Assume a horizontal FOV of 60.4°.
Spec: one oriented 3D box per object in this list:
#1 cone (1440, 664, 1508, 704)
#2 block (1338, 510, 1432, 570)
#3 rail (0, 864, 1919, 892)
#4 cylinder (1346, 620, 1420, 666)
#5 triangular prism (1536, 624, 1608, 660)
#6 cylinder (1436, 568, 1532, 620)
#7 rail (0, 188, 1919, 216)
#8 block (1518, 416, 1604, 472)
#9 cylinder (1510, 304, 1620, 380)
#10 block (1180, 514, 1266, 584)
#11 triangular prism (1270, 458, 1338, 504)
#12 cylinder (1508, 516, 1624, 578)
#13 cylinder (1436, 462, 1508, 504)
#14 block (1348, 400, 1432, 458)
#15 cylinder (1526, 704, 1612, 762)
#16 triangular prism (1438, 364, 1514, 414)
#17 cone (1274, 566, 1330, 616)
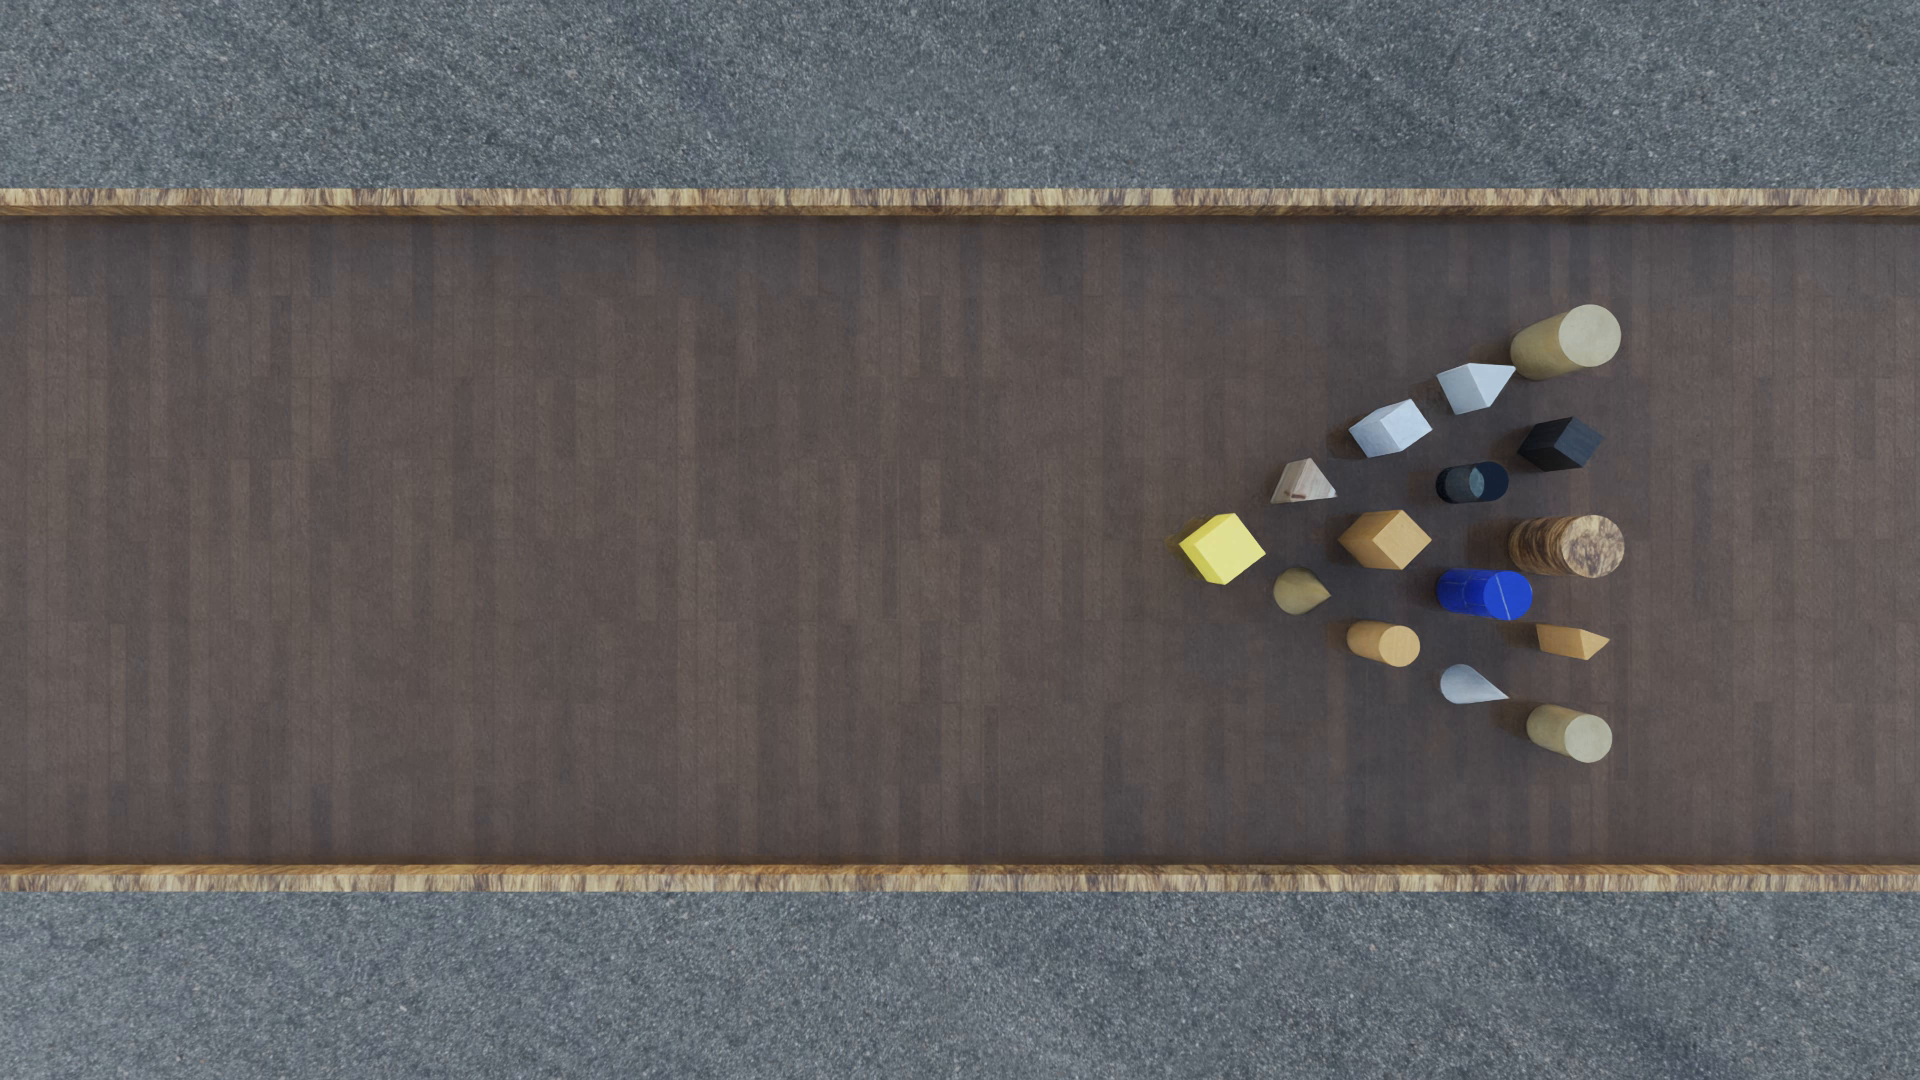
[{"bbox_3d":[1.541,0.444,4.851,0.124,0.450,0.124,0,90,0],"label":"cone"},{"bbox_3d":[1.245,0.000,4.861,0.120,0.431,0.120,-45,90,0],"label":"block"},{"bbox_3d":[-2.247,1.025,5.001,12.000,0.150,0.050,0,90,0],"label":"rail"},{"bbox_3d":[1.248,0.302,4.881,0.117,0.391,0.117,0,90,0],"label":"cylinder"},{"bbox_3d":[1.799,0.285,4.896,0.088,0.362,0.076,-41,90,0],"label":"triangular prism"},{"bbox_3d":[1.534,0.156,4.847,0.139,0.458,0.139,0,90,0],"label":"cylinder"},{"bbox_3d":[-2.247,-1.025,5.002,12.000,0.150,0.050,0,90,0],"label":"rail"},{"bbox_3d":[1.787,-0.284,4.920,0.106,0.312,0.106,35,90,0],"label":"block"},{"bbox_3d":[1.781,-0.578,4.870,0.176,0.413,0.176,0,90,0],"label":"cylinder"},{"bbox_3d":[0.776,0.026,4.910,0.147,0.334,0.147,-37,90,0],"label":"block"},{"bbox_3d":[1.016,-0.179,4.918,0.135,0.317,0.117,-7,90,0],"label":"triangular prism"},{"bbox_3d":[1.774,0.018,4.848,0.176,0.456,0.176,0,90,0],"label":"cylinder"},{"bbox_3d":[1.521,-0.169,4.909,0.115,0.334,0.115,0,90,0],"label":"cylinder"},{"bbox_3d":[1.269,-0.327,4.884,0.107,0.386,0.107,-35,90,0],"label":"block"},{"bbox_3d":[1.812,0.573,4.918,0.139,0.318,0.139,0,90,0],"label":"cylinder"},{"bbox_3d":[1.518,-0.475,4.923,0.119,0.308,0.138,34,90,0],"label":"triangular prism"},{"bbox_3d":[1.040,0.156,4.848,0.151,0.457,0.151,0,90,0],"label":"cone"}]
